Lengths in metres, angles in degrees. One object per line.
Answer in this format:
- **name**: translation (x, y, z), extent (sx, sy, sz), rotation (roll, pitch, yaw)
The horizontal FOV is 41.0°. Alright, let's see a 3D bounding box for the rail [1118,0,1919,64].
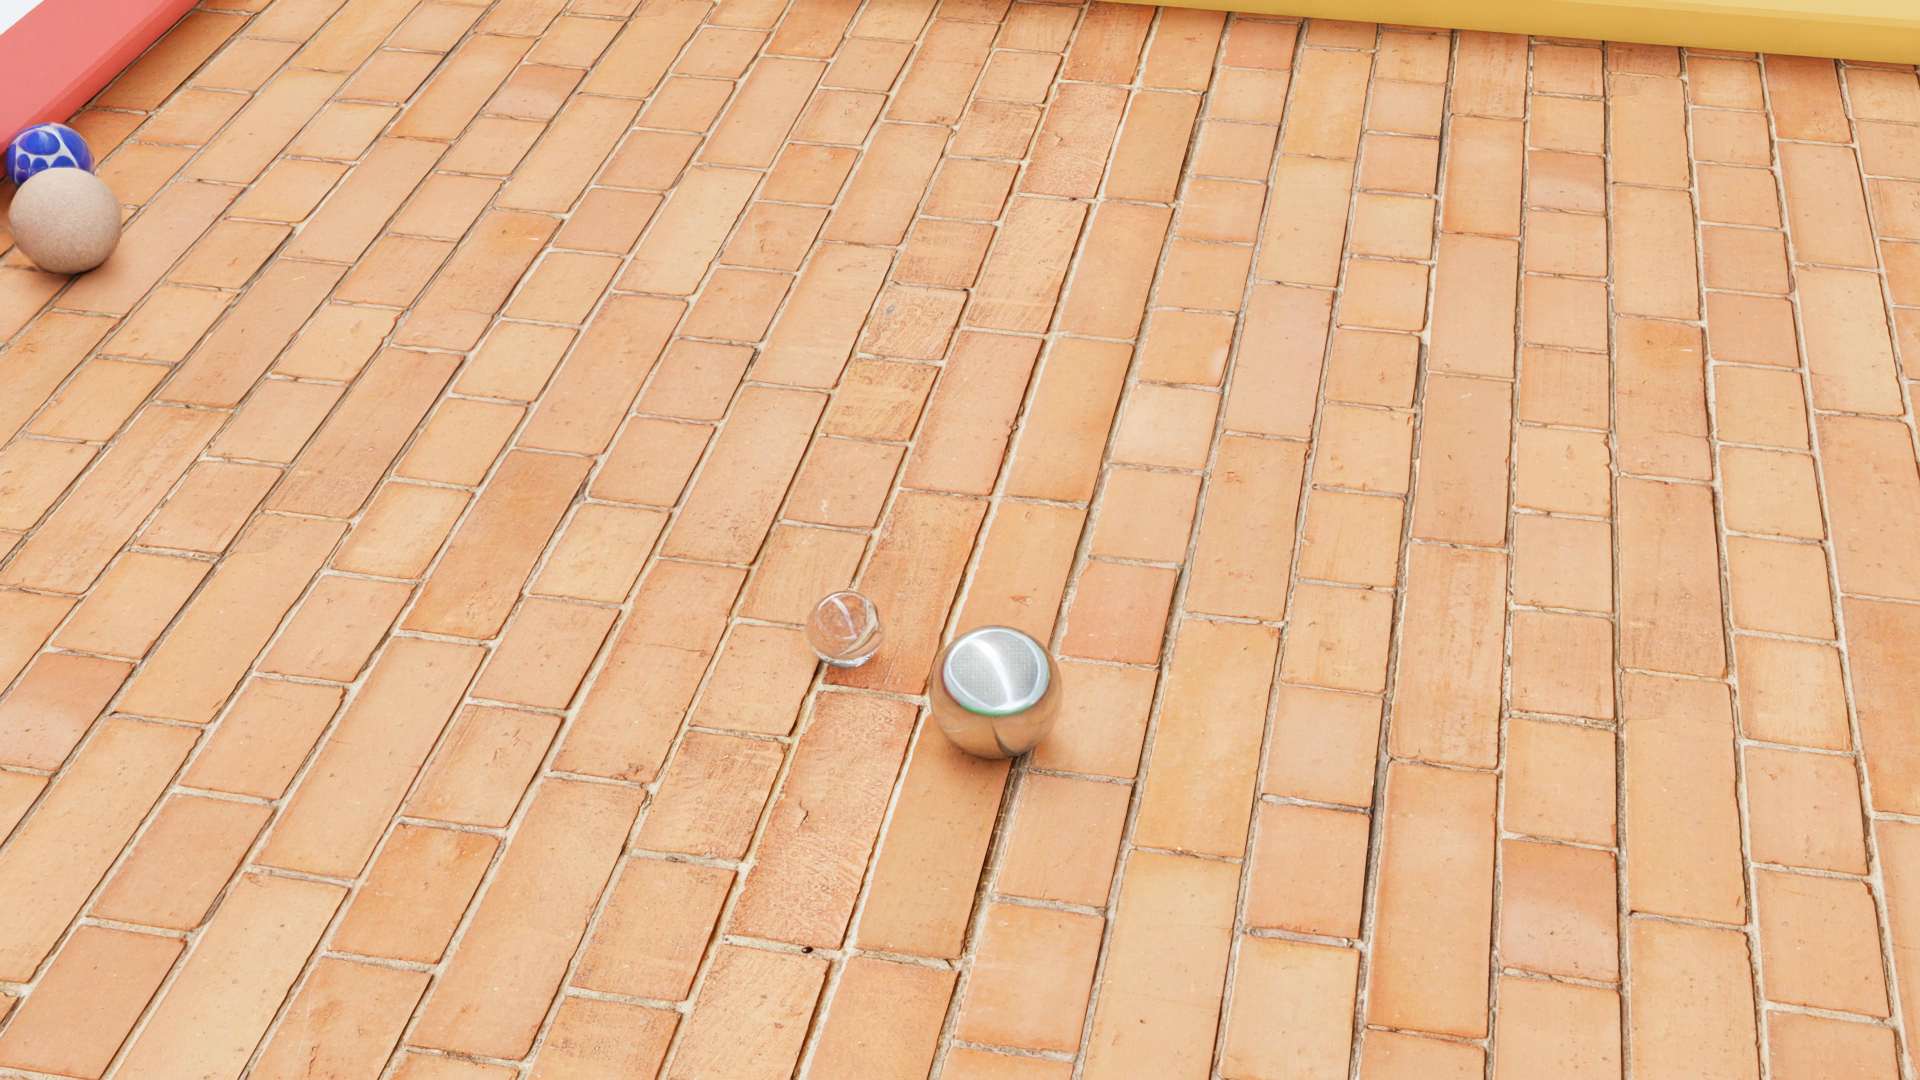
- **rail**: translation (1.187, -0.492, 2.501), extent (4.006, 0.119, 0.045), rotation (6, 35, 9)

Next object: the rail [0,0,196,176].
- **rail**: translation (-0.959, -0.127, 1.973), extent (0.045, 0.119, 2.145), rotation (6, 35, 9)

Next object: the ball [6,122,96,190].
- **ball**: translation (-0.822, -0.340, 2.321), extent (0.076, 0.076, 0.076), rotation (0, 35, 0)

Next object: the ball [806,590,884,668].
- **ball**: translation (-0.079, 0.061, 1.761), extent (0.054, 0.054, 0.054), rotation (0, 35, 0)

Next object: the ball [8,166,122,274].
- **ball**: translation (-0.772, -0.276, 2.214), extent (0.092, 0.092, 0.092), rotation (0, 35, 0)

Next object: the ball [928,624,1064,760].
- **ball**: translation (0.024, 0.099, 1.676), extent (0.088, 0.088, 0.088), rotation (0, 35, 0)
